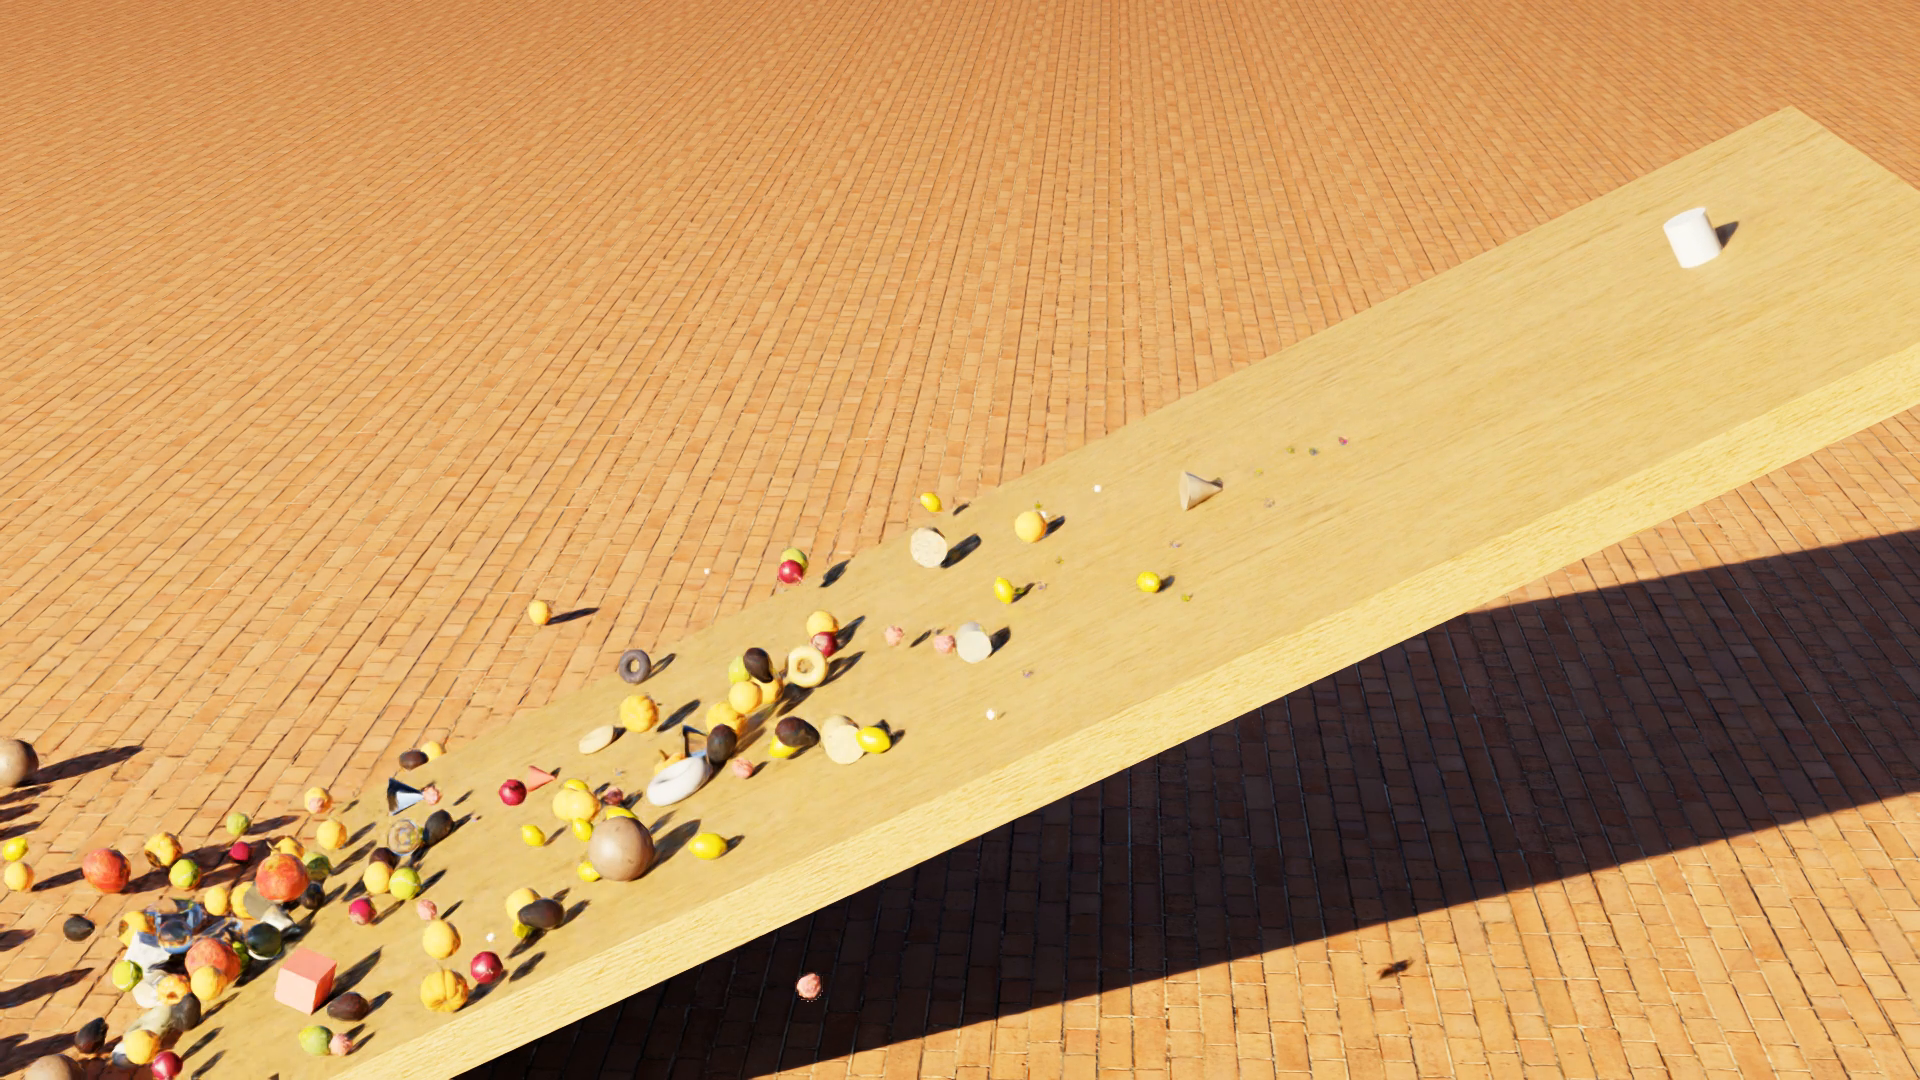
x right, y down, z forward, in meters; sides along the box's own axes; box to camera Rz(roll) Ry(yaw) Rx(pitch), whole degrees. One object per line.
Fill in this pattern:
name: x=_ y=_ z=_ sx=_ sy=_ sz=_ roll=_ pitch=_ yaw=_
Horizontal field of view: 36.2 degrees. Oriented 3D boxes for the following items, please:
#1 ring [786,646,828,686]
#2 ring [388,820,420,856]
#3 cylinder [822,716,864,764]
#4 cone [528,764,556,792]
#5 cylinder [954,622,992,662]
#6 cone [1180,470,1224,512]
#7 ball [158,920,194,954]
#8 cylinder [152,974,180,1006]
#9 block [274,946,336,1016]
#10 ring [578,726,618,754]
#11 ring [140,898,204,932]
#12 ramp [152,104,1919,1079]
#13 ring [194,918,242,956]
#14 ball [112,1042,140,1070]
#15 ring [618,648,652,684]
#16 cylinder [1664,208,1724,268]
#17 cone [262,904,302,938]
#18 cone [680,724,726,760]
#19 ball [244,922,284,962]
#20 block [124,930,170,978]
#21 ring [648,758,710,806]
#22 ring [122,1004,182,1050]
ring: x=-0.330 y=0.273 z=6.348 sx=0.094 sy=0.094 sz=0.031 roll=1 pitch=14 yaw=2
ring: x=-1.273 y=0.681 z=6.723 sx=0.087 sy=0.087 sz=0.029 roll=11 pitch=-7 yaw=32
cylinder: x=-0.231 y=0.394 z=5.795 sx=0.079 sy=0.079 sz=0.079 roll=-2 pitch=8 yaw=-8
cone: x=-0.957 y=0.547 z=6.760 sx=0.062 sy=0.062 sz=0.062 roll=0 pitch=17 yaw=1
cylinder: x=0.026 y=0.209 z=5.991 sx=0.069 sy=0.069 sz=0.069 roll=-2 pitch=12 yaw=-6
cone: x=0.518 y=-0.106 z=6.246 sx=0.087 sy=0.087 sz=0.087 roll=-2 pitch=17 yaw=-7
ball: x=-1.805 y=0.914 z=6.769 sx=0.081 sy=0.081 sz=0.081 roll=0 pitch=17 yaw=0
cylinder: x=-1.773 y=1.009 z=6.569 sx=0.062 sy=0.062 sz=0.062 roll=-4 pitch=7 yaw=-12
block: x=-1.339 y=0.901 z=6.018 sx=0.085 sy=0.085 sz=0.085 roll=21 pitch=28 yaw=8
ring: x=-0.840 y=0.463 z=6.828 sx=0.098 sy=0.033 sz=0.098 roll=-26 pitch=12 yaw=6
ring: x=-1.896 y=0.904 z=7.077 sx=0.145 sy=0.048 sz=0.145 roll=2 pitch=17 yaw=0
ramp: x=0.140 y=0.168 z=6.281 sx=4.000 sy=0.100 sz=2.000 roll=-26 pitch=14 yaw=10
ring: x=-1.734 y=0.926 z=6.880 sx=0.123 sy=0.041 sz=0.123 roll=-27 pitch=14 yaw=7
ball: x=-1.787 y=1.105 z=6.301 sx=0.060 sy=0.060 sz=0.060 roll=0 pitch=17 yaw=0
ring: x=-0.795 y=0.309 z=7.192 sx=0.088 sy=0.088 sz=0.029 roll=8 pitch=-7 yaw=24
cylinder: x=1.516 y=-0.625 z=6.081 sx=0.092 sy=0.092 sz=0.092 roll=-26 pitch=14 yaw=7
cone: x=-1.515 y=0.874 z=6.630 sx=0.087 sy=0.087 sz=0.087 roll=13 pitch=21 yaw=27
cone: x=-0.549 y=0.438 z=6.330 sx=0.096 sy=0.096 sz=0.096 roll=-3 pitch=17 yaw=-10
ball: x=-1.545 y=0.891 z=6.529 sx=0.086 sy=0.086 sz=0.086 roll=0 pitch=17 yaw=0
block: x=-1.880 y=0.961 z=6.801 sx=0.076 sy=0.076 sz=0.076 roll=23 pitch=7 yaw=-25
ring: x=-0.589 y=0.505 z=6.156 sx=0.146 sy=0.049 sz=0.146 roll=-26 pitch=15 yaw=7
ring: x=-1.766 y=1.065 z=6.431 sx=0.140 sy=0.047 sz=0.140 roll=-29 pitch=13 yaw=7
